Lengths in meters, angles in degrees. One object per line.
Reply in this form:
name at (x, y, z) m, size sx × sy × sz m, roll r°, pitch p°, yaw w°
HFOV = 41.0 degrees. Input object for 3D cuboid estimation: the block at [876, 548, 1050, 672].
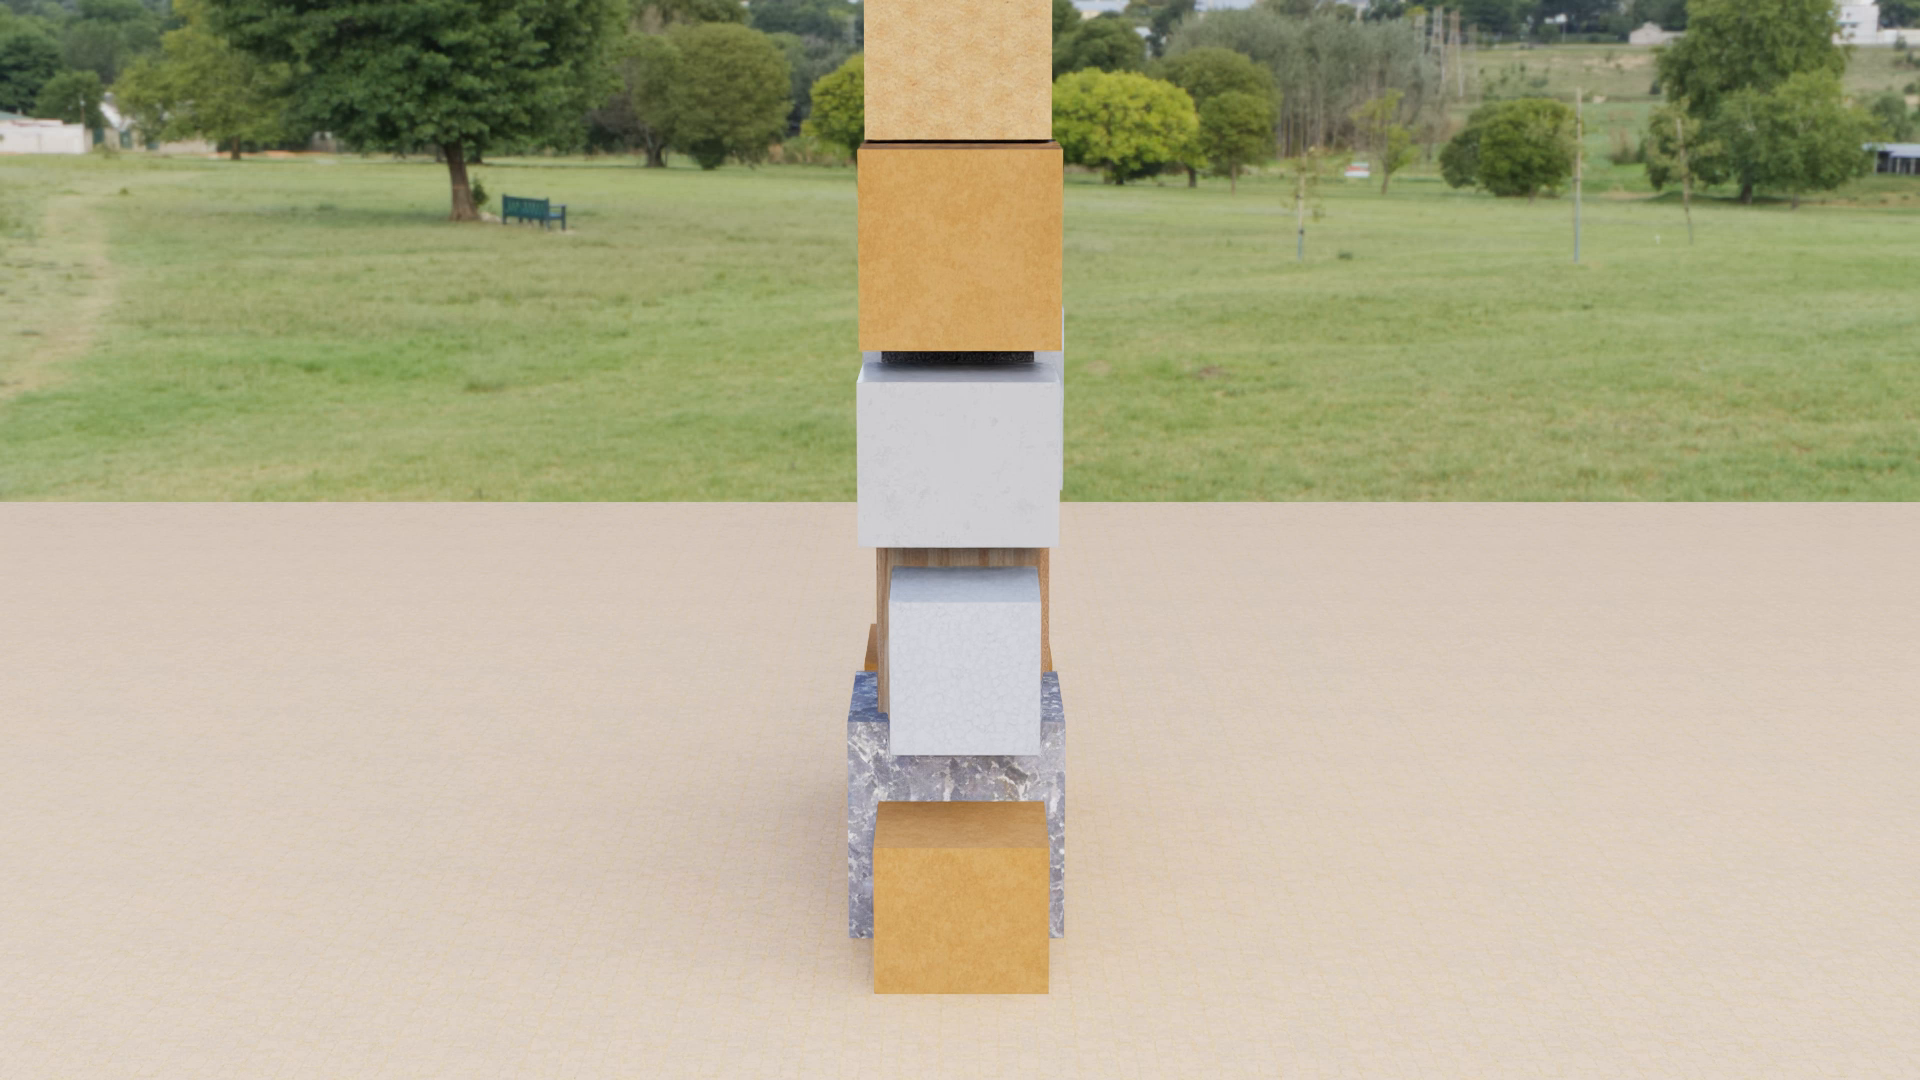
block at (0.013, 0.154, 11.572) m, size 0.754 × 0.760 × 0.731 m, roll 0°, pitch 8°, yaw 0°

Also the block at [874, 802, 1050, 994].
block at (0.005, 1.409, 10.176) m, size 0.674 × 0.587 × 0.642 m, roll 0°, pitch 10°, yaw 0°

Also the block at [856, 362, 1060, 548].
block at (-0.006, -0.355, 10.383) m, size 0.792 × 0.652 × 0.711 m, roll 0°, pitch 10°, yaw 0°

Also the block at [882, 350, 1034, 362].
block at (-0.009, -0.543, 11.077) m, size 0.637 × 0.756 × 0.664 m, roll 0°, pitch 12°, yaw 0°

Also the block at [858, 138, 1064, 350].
block at (0.001, -1.230, 10.567) m, size 0.808 × 0.796 × 0.834 m, roll 0°, pitch 12°, yaw 0°

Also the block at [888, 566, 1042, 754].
block at (0.020, 0.471, 10.193) m, size 0.585 × 0.617 × 0.551 m, roll 0°, pitch 14°, yaw 0°

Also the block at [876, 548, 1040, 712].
block at (-0.005, 0.276, 10.833) m, size 0.668 × 0.752 × 0.713 m, roll 0°, pitch 10°, yaw 0°

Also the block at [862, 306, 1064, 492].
block at (0.015, -0.689, 11.799) m, size 0.891 × 0.818 × 0.757 m, roll 0°, pitch 10°, yaw 0°

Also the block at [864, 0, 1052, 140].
block at (-0.008, -2.093, 10.789) m, size 0.764 × 0.800 × 0.732 m, roll 0°, pitch 10°, yaw 0°

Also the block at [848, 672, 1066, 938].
block at (-0.015, 1.107, 10.918) m, size 0.884 × 0.915 × 0.907 m, roll 0°, pitch 10°, yaw 0°

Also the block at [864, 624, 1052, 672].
block at (-0.007, 0.887, 12.477) m, size 0.878 × 0.791 × 0.889 m, roll 0°, pitch 10°, yaw 0°
